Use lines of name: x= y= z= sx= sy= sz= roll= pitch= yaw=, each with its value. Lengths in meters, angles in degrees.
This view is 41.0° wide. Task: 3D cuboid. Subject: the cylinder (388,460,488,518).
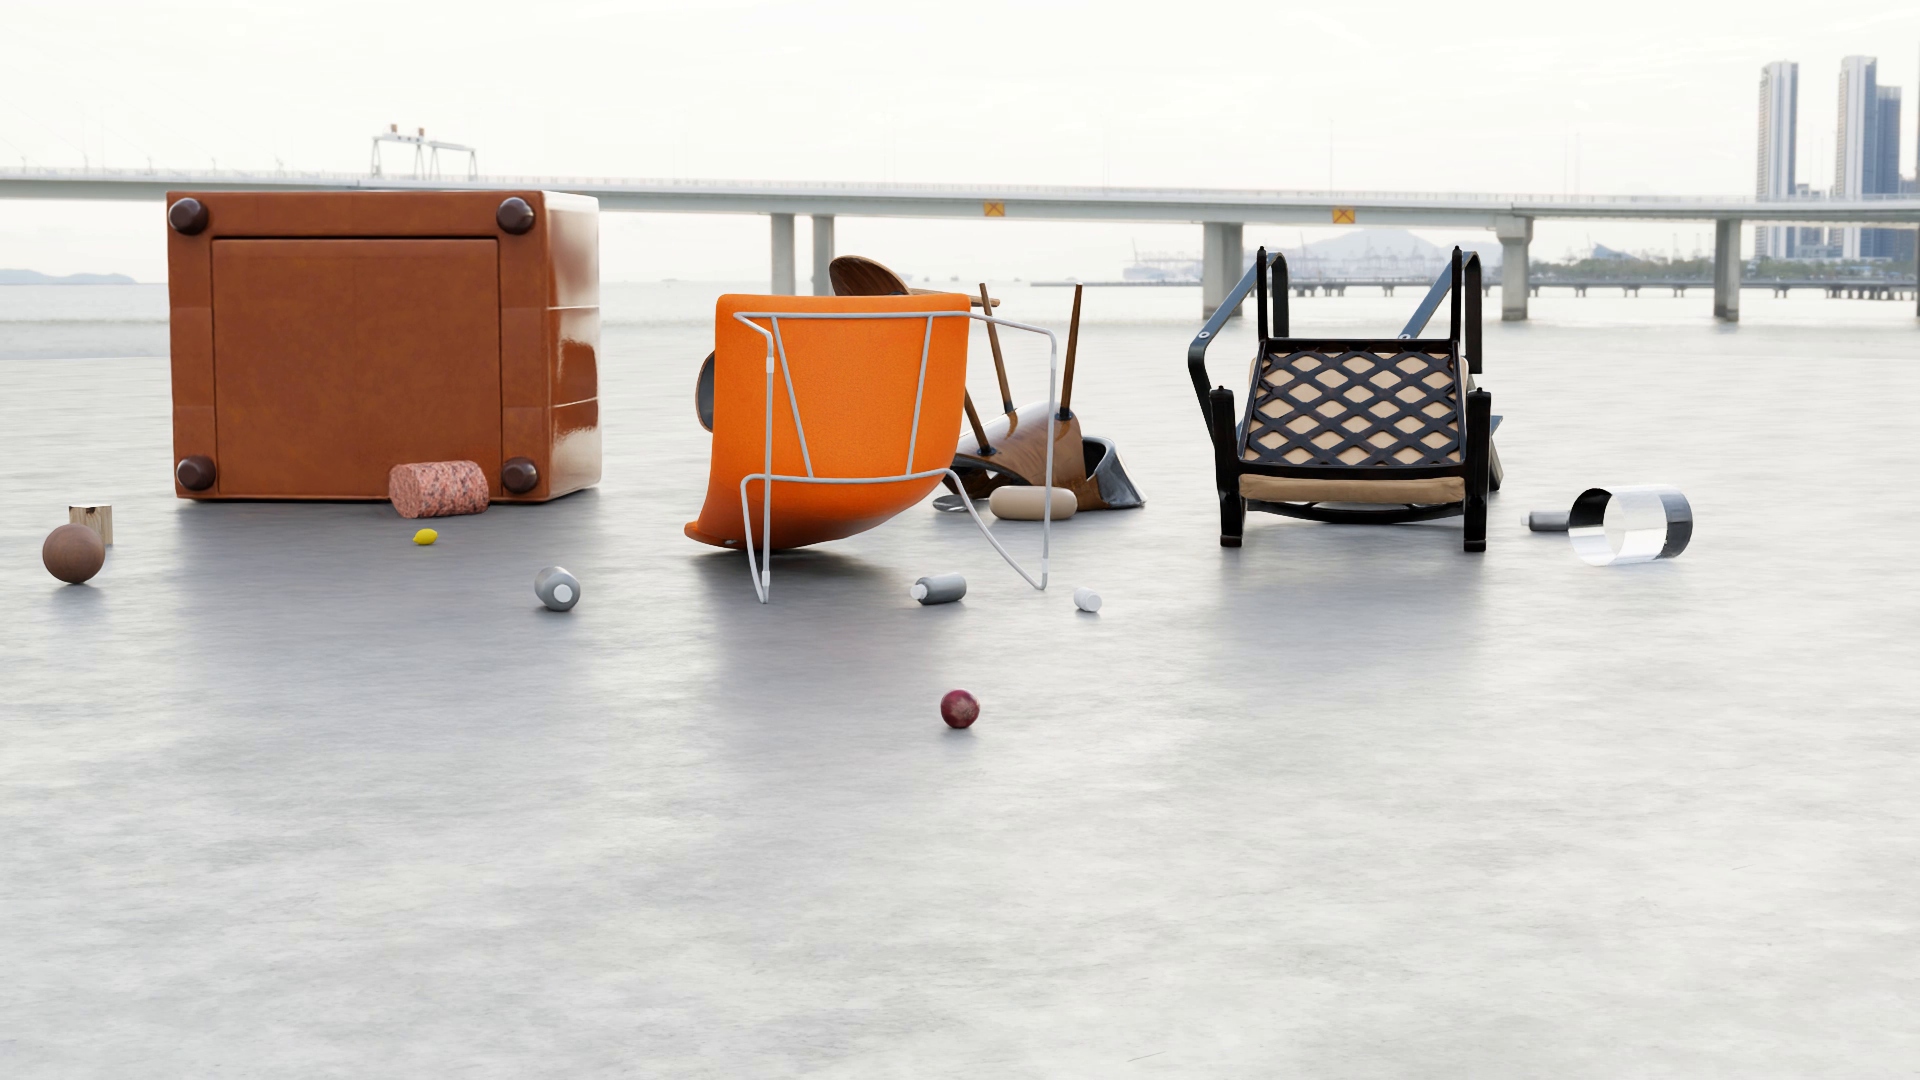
cylinder: x=-1.433 y=-0.140 z=7.053 sx=0.218 sy=0.136 sz=0.167 roll=-6 pitch=44 yaw=-46

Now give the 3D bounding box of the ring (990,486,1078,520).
ring: x=0.198 y=-0.100 z=6.969 sx=0.242 sy=0.087 sz=0.170 roll=2 pitch=5 yaw=8

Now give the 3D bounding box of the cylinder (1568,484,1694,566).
cylinder: x=1.542 y=-0.036 z=5.899 sx=0.230 sy=0.178 sz=0.169 roll=-4 pitch=7 yaw=-35

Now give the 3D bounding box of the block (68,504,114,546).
block: x=-2.138 y=-0.037 z=6.311 sx=0.066 sy=0.095 sz=0.075 roll=4 pitch=7 yaw=34

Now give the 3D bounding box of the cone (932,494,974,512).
cone: x=0.003 y=-0.095 z=7.210 sx=0.130 sy=0.050 sz=0.099 roll=0 pitch=-9 yaw=28
